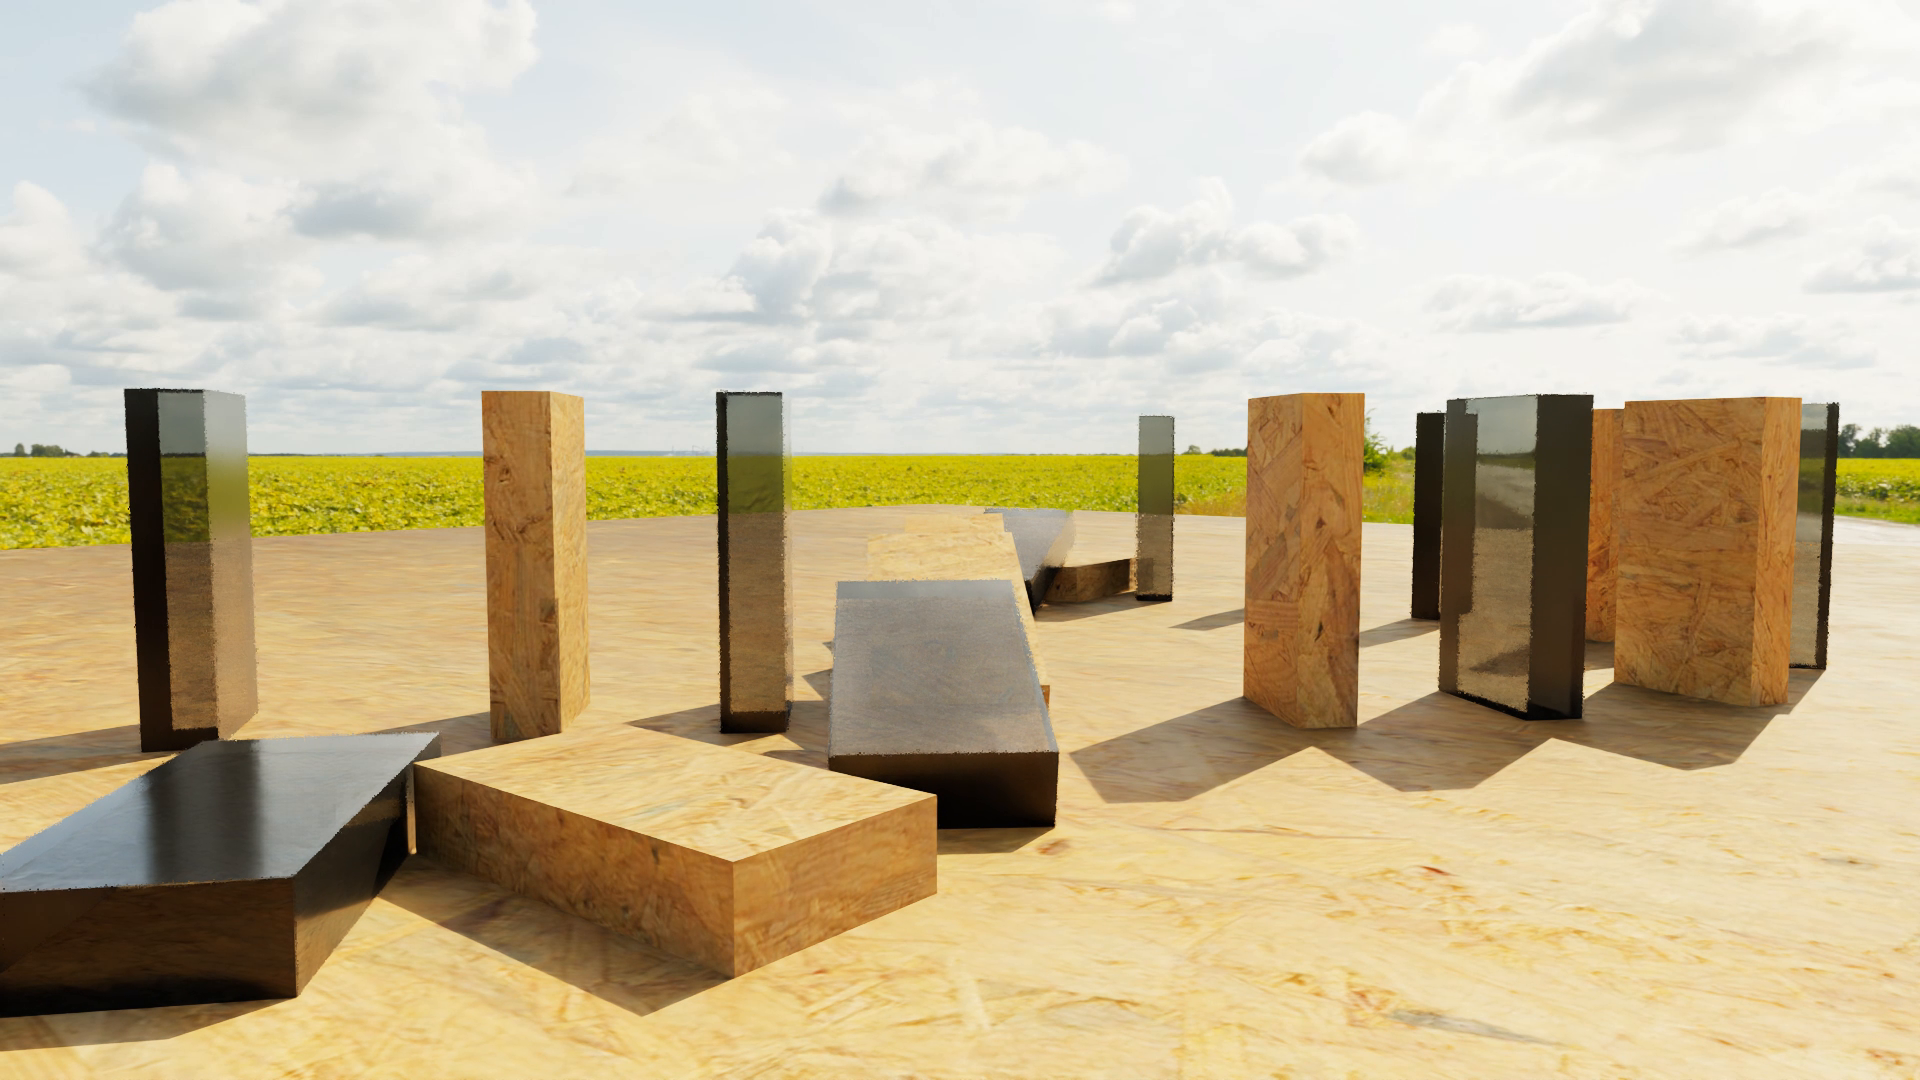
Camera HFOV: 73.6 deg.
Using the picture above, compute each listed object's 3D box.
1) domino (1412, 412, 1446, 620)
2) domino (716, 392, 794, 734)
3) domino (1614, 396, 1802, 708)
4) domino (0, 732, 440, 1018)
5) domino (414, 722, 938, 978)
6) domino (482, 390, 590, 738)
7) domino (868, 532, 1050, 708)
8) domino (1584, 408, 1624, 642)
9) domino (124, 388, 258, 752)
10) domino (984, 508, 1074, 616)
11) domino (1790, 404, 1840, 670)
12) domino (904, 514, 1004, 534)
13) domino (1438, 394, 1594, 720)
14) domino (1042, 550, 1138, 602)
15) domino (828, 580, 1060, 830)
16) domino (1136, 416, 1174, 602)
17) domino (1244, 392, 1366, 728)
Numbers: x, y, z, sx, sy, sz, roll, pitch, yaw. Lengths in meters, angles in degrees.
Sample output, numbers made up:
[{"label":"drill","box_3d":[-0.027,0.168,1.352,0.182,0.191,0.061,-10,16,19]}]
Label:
[{"label":"domino","box_3d":[0.123,-0.006,0.318,0.025,0.050,0.009,-4,6,-44]},{"label":"domino","box_3d":[-0.031,0.003,0.200,0.010,0.050,0.025,0,4,-5]},{"label":"domino","box_3d":[0.127,0.001,0.219,0.009,0.050,0.025,-2,5,-25]},{"label":"domino","box_3d":[-0.068,0.029,0.121,0.025,0.009,0.050,-1,4,-10]},{"label":"domino","box_3d":[-0.029,0.028,0.127,0.050,0.009,0.025,3,6,39]},{"label":"domino","box_3d":[-0.064,0.003,0.196,0.010,0.050,0.025,0,4,-6]},{"label":"domino","box_3d":[-0.002,0.014,0.202,0.025,0.009,0.050,-1,26,-4]},{"label":"domino","box_3d":[0.148,-0.004,0.283,0.025,0.050,0.009,-2,5,-26]},{"label":"domino","box_3d":[-0.112,0.003,0.188,0.010,0.050,0.025,-1,4,-17]},{"label":"domino","box_3d":[0.013,0.005,0.343,0.025,0.010,0.050,1,22,17]},{"label":"domino","box_3d":[0.153,-0.001,0.248,0.025,0.050,0.009,1,4,15]},{"label":"domino","box_3d":[-0.001,0.007,0.312,0.025,0.010,0.050,-1,22,0]},{"label":"domino","box_3d":[0.090,0.002,0.209,0.010,0.050,0.025,-1,4,-10]},{"label":"domino","box_3d":[0.035,0.010,0.372,0.025,0.009,0.050,3,5,33]},{"label":"domino","box_3d":[-0.004,0.019,0.164,0.025,0.009,0.050,0,20,-4]},{"label":"domino","box_3d":[0.054,-0.009,0.358,0.009,0.050,0.025,1,4,8]},{"label":"domino","box_3d":[0.054,0.002,0.203,0.010,0.050,0.025,0,4,-6]}]
